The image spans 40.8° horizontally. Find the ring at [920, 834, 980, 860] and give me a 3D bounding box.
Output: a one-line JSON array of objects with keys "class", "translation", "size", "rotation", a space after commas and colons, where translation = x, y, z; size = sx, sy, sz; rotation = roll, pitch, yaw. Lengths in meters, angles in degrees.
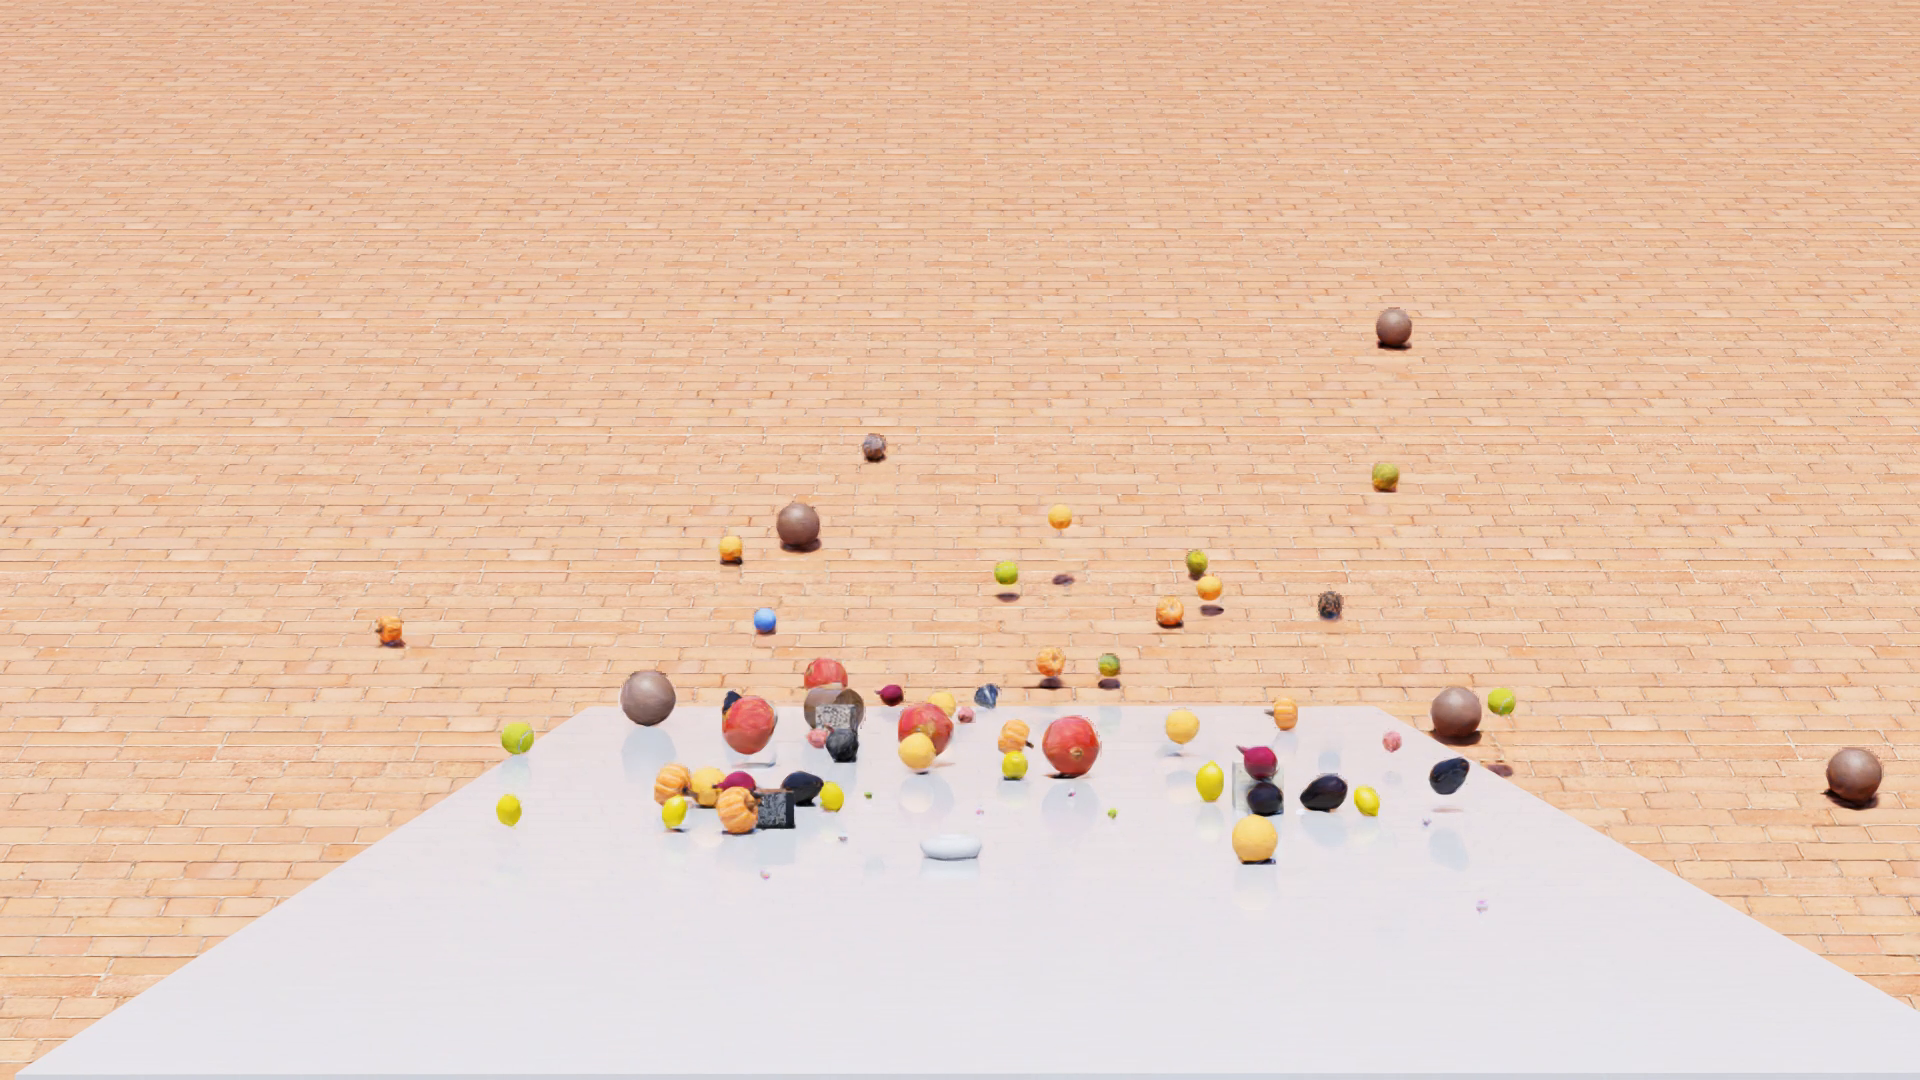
[{"class": "ring", "translation": [-0.014, 0.476, 4.008], "size": [0.094, 0.031, 0.094], "rotation": [-1, 2, 0]}]

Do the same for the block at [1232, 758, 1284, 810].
[{"class": "block", "translation": [0.528, 0.434, 4.582], "size": [0.084, 0.084, 0.084], "rotation": [0, 2, 0]}]

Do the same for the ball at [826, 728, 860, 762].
[{"class": "ball", "translation": [-0.242, 0.423, 5.322], "size": [0.068, 0.068, 0.068], "rotation": [0, 26, 0]}]

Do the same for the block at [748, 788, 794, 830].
[{"class": "block", "translation": [-0.317, 0.453, 4.343], "size": [0.060, 0.060, 0.060], "rotation": [-1, 2, -26]}]

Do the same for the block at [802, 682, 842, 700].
[{"class": "block", "translation": [-0.326, 0.388, 6.233], "size": [0.068, 0.068, 0.068], "rotation": [-11, 4, 41]}]

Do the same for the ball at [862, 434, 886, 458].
[{"class": "ball", "translation": [-0.274, -0.296, 8.187], "size": [0.077, 0.077, 0.077], "rotation": [0, 26, 0]}]

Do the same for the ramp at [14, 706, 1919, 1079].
[{"class": "ramp", "translation": [0.058, 0.527, 4.564], "size": [2.000, 0.100, 4.000], "rotation": [0, 2, 0]}]

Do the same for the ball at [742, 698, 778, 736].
[{"class": "ball", "translation": [-0.453, 0.401, 5.833], "size": [0.084, 0.084, 0.084], "rotation": [0, 26, 0]}]

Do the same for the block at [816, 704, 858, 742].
[{"class": "block", "translation": [-0.275, 0.406, 5.725], "size": [0.079, 0.079, 0.079], "rotation": [0, 2, 9]}]

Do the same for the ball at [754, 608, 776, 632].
[{"class": "ball", "translation": [-0.538, 0.221, 7.120], "size": [0.065, 0.065, 0.065], "rotation": [0, 26, 0]}]

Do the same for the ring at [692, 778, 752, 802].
[{"class": "ring", "translation": [-0.434, 0.455, 4.696], "size": [0.111, 0.037, 0.111], "rotation": [-2, 2, 0]}]

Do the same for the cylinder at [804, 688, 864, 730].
[{"class": "cylinder", "translation": [-0.290, 0.390, 5.926], "size": [0.099, 0.099, 0.099], "rotation": [0, 19, 45]}]

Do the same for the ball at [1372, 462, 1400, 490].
[{"class": "ball", "translation": [1.316, -0.198, 7.974], "size": [0.084, 0.084, 0.084], "rotation": [0, 26, 0]}]

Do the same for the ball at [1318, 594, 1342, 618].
[{"class": "ball", "translation": [1.033, 0.183, 7.194], "size": [0.070, 0.070, 0.070], "rotation": [0, 26, 0]}]
